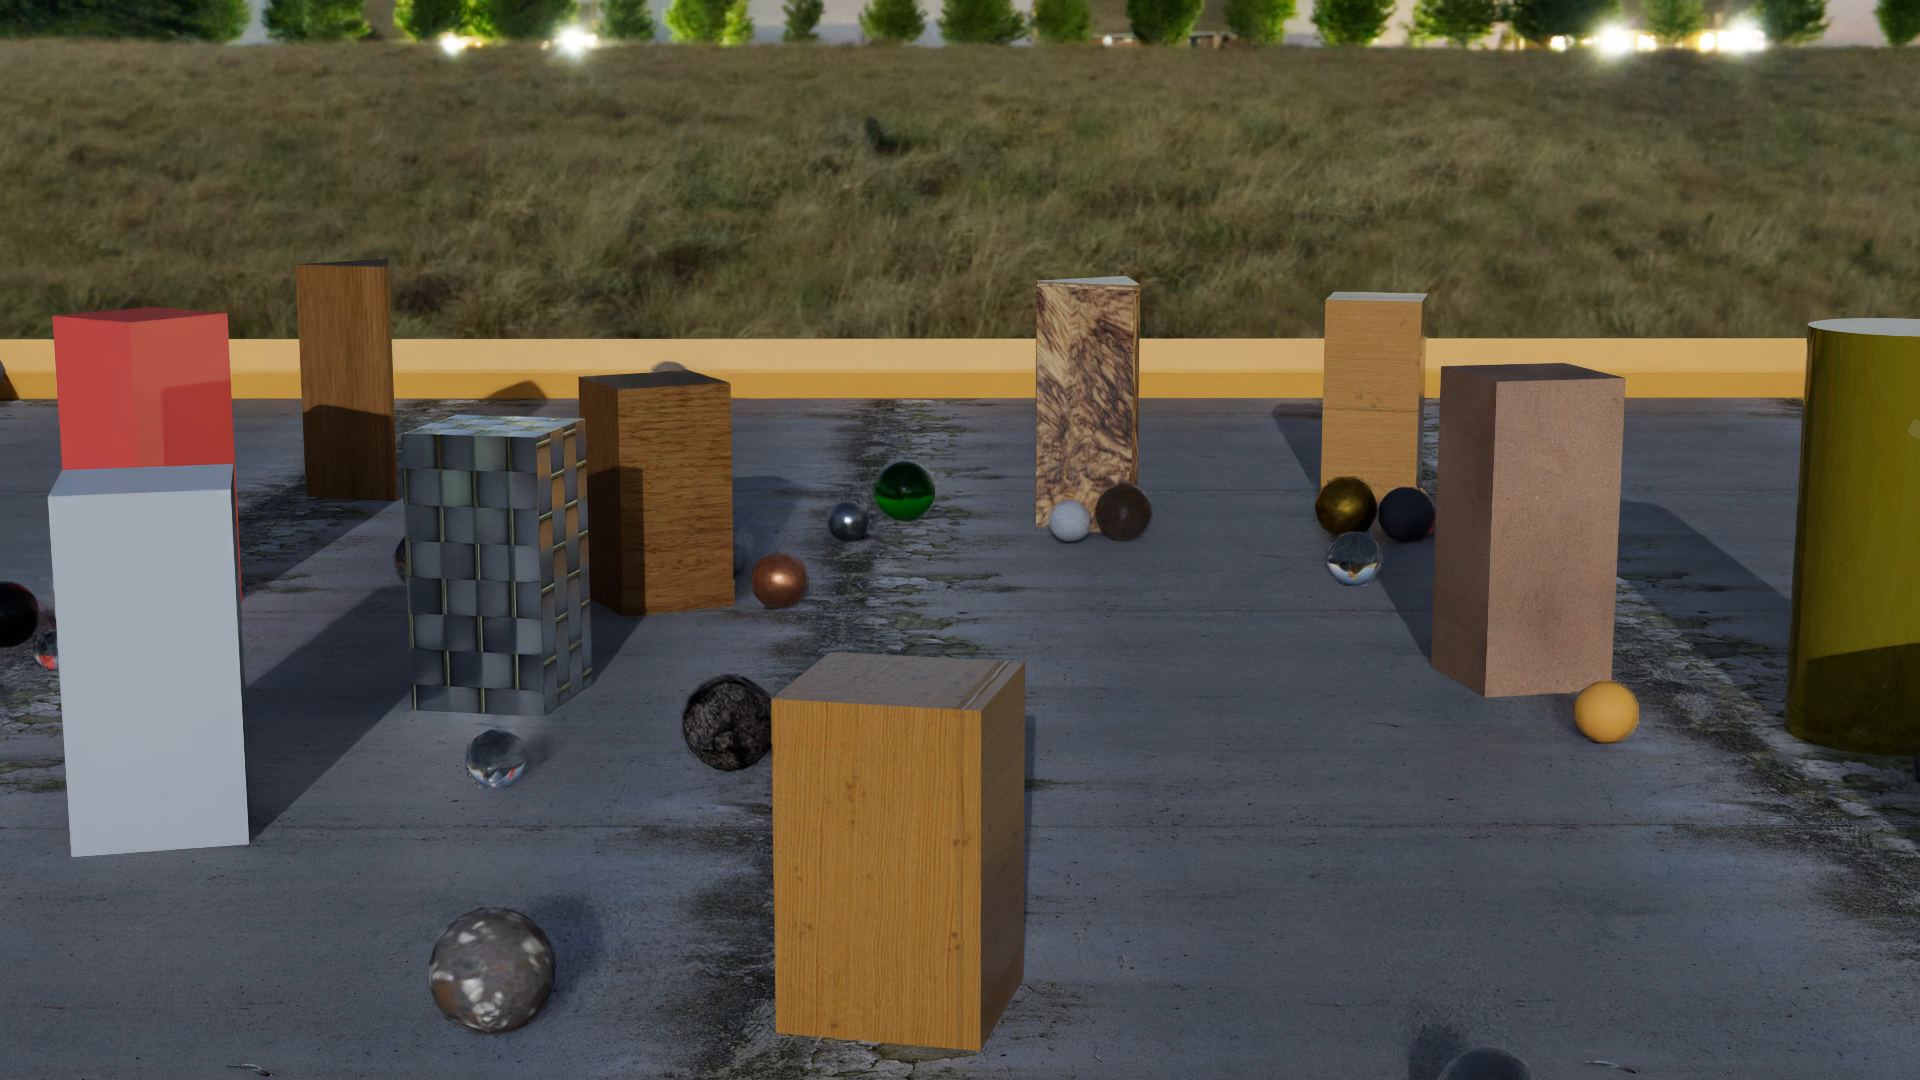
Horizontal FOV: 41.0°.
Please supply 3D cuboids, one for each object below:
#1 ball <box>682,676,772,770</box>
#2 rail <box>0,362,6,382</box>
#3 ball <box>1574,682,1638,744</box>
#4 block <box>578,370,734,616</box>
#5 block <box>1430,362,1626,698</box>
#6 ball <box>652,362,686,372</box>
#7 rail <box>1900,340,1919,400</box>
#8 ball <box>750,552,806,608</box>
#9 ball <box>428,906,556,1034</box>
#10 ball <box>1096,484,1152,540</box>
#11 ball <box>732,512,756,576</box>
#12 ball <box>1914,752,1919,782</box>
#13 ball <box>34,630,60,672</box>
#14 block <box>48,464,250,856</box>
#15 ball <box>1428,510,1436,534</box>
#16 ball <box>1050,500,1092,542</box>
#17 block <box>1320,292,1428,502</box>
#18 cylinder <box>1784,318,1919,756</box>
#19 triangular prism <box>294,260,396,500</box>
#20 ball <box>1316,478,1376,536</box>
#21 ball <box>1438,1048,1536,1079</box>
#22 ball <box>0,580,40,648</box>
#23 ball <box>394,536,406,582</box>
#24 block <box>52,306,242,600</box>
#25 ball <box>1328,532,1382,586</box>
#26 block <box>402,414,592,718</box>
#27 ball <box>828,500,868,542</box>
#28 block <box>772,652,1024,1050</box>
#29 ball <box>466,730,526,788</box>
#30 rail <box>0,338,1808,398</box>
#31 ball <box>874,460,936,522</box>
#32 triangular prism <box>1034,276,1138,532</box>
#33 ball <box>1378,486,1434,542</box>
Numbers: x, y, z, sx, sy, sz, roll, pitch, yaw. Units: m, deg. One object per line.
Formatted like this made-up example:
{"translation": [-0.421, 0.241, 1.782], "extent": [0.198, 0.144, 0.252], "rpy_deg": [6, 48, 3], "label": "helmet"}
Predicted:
{"translation": [-0.240, 0.192, 2.683], "extent": [0.099, 0.099, 0.099], "rpy_deg": [0, 10, 0], "label": "ball"}
{"translation": [-2.104, 0.036, 3.437], "extent": [0.045, 0.130, 4.553], "rpy_deg": [0, 10, 0], "label": "rail"}
{"translation": [0.702, 0.187, 2.793], "extent": [0.068, 0.068, 0.068], "rpy_deg": [0, 10, 0], "label": "ball"}
{"translation": [-0.416, -0.067, 3.514], "extent": [0.160, 0.306, 0.160], "rpy_deg": [-5, 12, -27], "label": "block"}
{"translation": [0.674, -0.016, 3.057], "extent": [0.160, 0.371, 0.160], "rpy_deg": [-2, 11, -12], "label": "block"}
{"translation": [-0.633, -0.344, 5.599], "extent": [0.093, 0.093, 0.093], "rpy_deg": [0, 10, 0], "label": "ball"}
{"translation": [2.104, 0.031, 3.461], "extent": [0.045, 0.130, 4.553], "rpy_deg": [0, 10, 0], "label": "rail"}
{"translation": [-0.246, 0.055, 3.484], "extent": [0.077, 0.077, 0.077], "rpy_deg": [0, 10, 0], "label": "ball"}
{"translation": [-0.356, 0.328, 1.955], "extent": [0.096, 0.096, 0.096], "rpy_deg": [0, 10, 0], "label": "ball"}
{"translation": [0.254, -0.044, 3.985], "extent": [0.089, 0.089, 0.089], "rpy_deg": [0, 10, 0], "label": "ball"}
{"translation": [-0.345, 0.005, 3.689], "extent": [0.100, 0.100, 0.100], "rpy_deg": [0, 10, 0], "label": "ball"}
{"translation": [0.994, 0.231, 2.593], "extent": [0.055, 0.055, 0.055], "rpy_deg": [0, 10, 0], "label": "ball"}
{"translation": [-1.103, 0.135, 3.127], "extent": [0.050, 0.050, 0.050], "rpy_deg": [0, 10, 0], "label": "ball"}
{"translation": [-0.771, 0.110, 2.457], "extent": [0.160, 0.341, 0.160], "rpy_deg": [-3, 11, -14], "label": "block"}
{"translation": [0.725, -0.032, 4.026], "extent": [0.050, 0.050, 0.050], "rpy_deg": [0, 10, 0], "label": "ball"}
{"translation": [0.171, -0.029, 3.967], "extent": [0.066, 0.066, 0.066], "rpy_deg": [0, 10, 0], "label": "ball"}
{"translation": [0.710, -0.247, 4.396], "extent": [0.160, 0.340, 0.160], "rpy_deg": [3, 11, 13], "label": "block"}
{"translation": [1.016, -0.008, 2.799], "extent": [0.200, 0.449, 0.200], "rpy_deg": [0, 10, 0], "label": "cylinder"}
{"translation": [-1.018, -0.279, 4.412], "extent": [0.173, 0.396, 0.150], "rpy_deg": [3, 11, 16], "label": "triangular prism"}
{"translation": [0.602, -0.051, 4.004], "extent": [0.095, 0.095, 0.095], "rpy_deg": [0, 10, 0], "label": "ball"}
{"translation": [0.357, 0.380, 1.738], "extent": [0.072, 0.072, 0.072], "rpy_deg": [0, 10, 0], "label": "ball"}
{"translation": [-1.211, 0.094, 3.250], "extent": [0.085, 0.085, 0.085], "rpy_deg": [0, 10, 0], "label": "ball"}
{"translation": [-0.748, 0.027, 3.602], "extent": [0.089, 0.089, 0.089], "rpy_deg": [0, 10, 0], "label": "ball"}
{"translation": [-1.102, -0.108, 3.485], "extent": [0.160, 0.397, 0.160], "rpy_deg": [7, 13, 34], "label": "block"}
{"translation": [0.560, 0.026, 3.639], "extent": [0.077, 0.077, 0.077], "rpy_deg": [0, 10, 0], "label": "ball"}
{"translation": [-0.533, 0.026, 2.971], "extent": [0.160, 0.320, 0.160], "rpy_deg": [2, 11, 11], "label": "block"}
{"translation": [-0.173, -0.029, 3.977], "extent": [0.063, 0.063, 0.063], "rpy_deg": [0, 10, 0], "label": "ball"}
{"translation": [-0.045, 0.236, 1.992], "extent": [0.160, 0.262, 0.160], "rpy_deg": [2, 11, 13], "label": "block"}
{"translation": [-0.473, 0.223, 2.618], "extent": [0.060, 0.060, 0.060], "rpy_deg": [0, 10, 0], "label": "ball"}
{"translation": [-0.013, -0.376, 5.664], "extent": [4.256, 0.130, 0.045], "rpy_deg": [0, 10, 0], "label": "rail"}
{"translation": [-0.089, -0.079, 4.153], "extent": [0.098, 0.098, 0.098], "rpy_deg": [0, 10, 0], "label": "ball"}
{"translation": [0.231, -0.220, 4.106], "extent": [0.173, 0.392, 0.150], "rpy_deg": [5, 12, 26], "label": "triangular prism"}
{"translation": [0.691, -0.039, 3.968], "extent": [0.086, 0.086, 0.086], "rpy_deg": [0, 10, 0], "label": "ball"}
